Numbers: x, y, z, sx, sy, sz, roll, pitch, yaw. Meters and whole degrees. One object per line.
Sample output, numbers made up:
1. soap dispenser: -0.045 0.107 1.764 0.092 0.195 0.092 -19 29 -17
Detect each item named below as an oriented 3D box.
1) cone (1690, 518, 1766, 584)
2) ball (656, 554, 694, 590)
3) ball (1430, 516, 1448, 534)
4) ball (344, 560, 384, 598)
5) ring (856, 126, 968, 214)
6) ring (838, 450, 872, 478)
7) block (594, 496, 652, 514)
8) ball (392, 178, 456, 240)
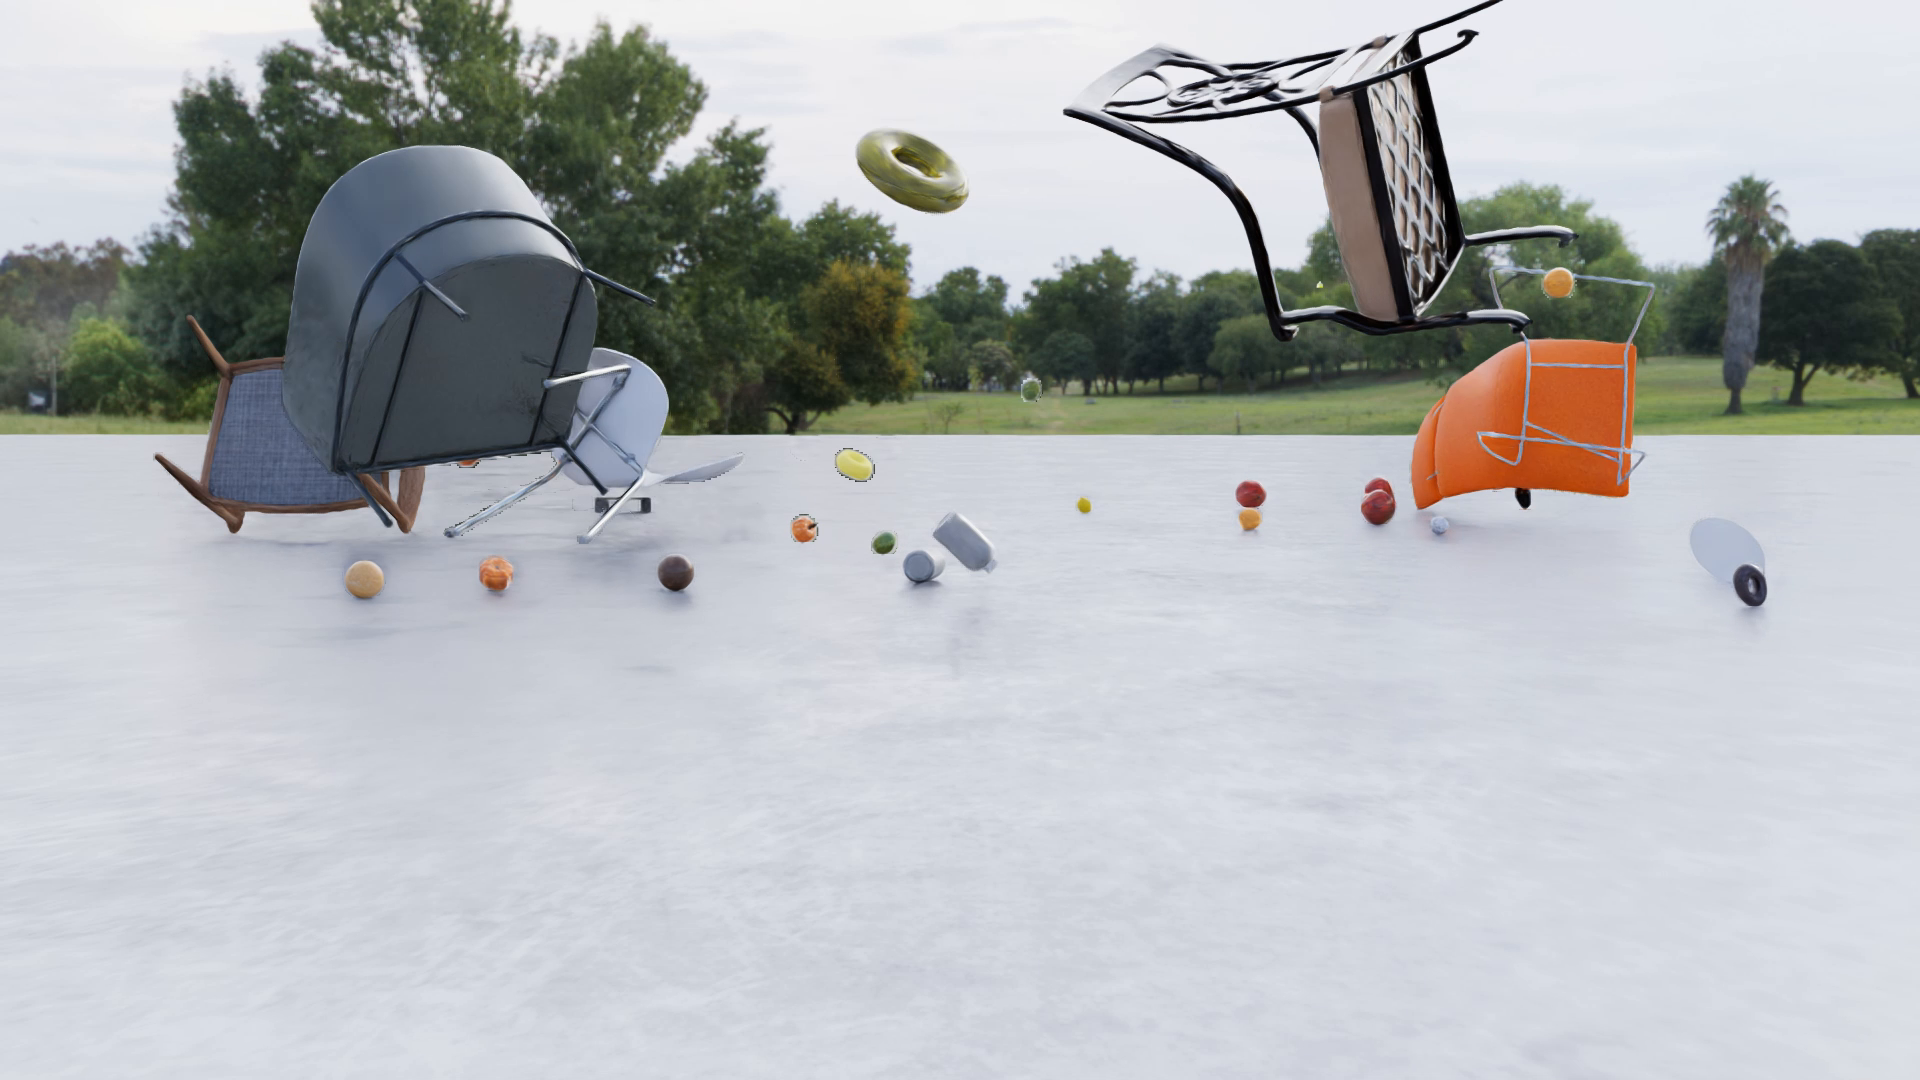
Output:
1. cone: 1.839 0.059 5.147 0.162 0.129 0.251 30 15 -32
2. ball: -0.633 0.072 4.896 0.083 0.083 0.083 0 4 0
3. ball: 1.480 -0.045 6.786 0.057 0.057 0.057 0 4 0
4. ball: -1.277 0.085 4.715 0.082 0.082 0.082 0 4 0
5. ring: -0.100 -0.784 4.654 0.266 0.068 0.252 8 42 -32
6. ring: -0.356 -0.255 7.430 0.117 0.054 0.150 8 24 -32
7. block: -1.224 -0.125 7.983 0.157 0.053 0.135 -3 5 -36
8. ball: -1.631 -1.008 6.691 0.189 0.189 0.189 0 4 0
